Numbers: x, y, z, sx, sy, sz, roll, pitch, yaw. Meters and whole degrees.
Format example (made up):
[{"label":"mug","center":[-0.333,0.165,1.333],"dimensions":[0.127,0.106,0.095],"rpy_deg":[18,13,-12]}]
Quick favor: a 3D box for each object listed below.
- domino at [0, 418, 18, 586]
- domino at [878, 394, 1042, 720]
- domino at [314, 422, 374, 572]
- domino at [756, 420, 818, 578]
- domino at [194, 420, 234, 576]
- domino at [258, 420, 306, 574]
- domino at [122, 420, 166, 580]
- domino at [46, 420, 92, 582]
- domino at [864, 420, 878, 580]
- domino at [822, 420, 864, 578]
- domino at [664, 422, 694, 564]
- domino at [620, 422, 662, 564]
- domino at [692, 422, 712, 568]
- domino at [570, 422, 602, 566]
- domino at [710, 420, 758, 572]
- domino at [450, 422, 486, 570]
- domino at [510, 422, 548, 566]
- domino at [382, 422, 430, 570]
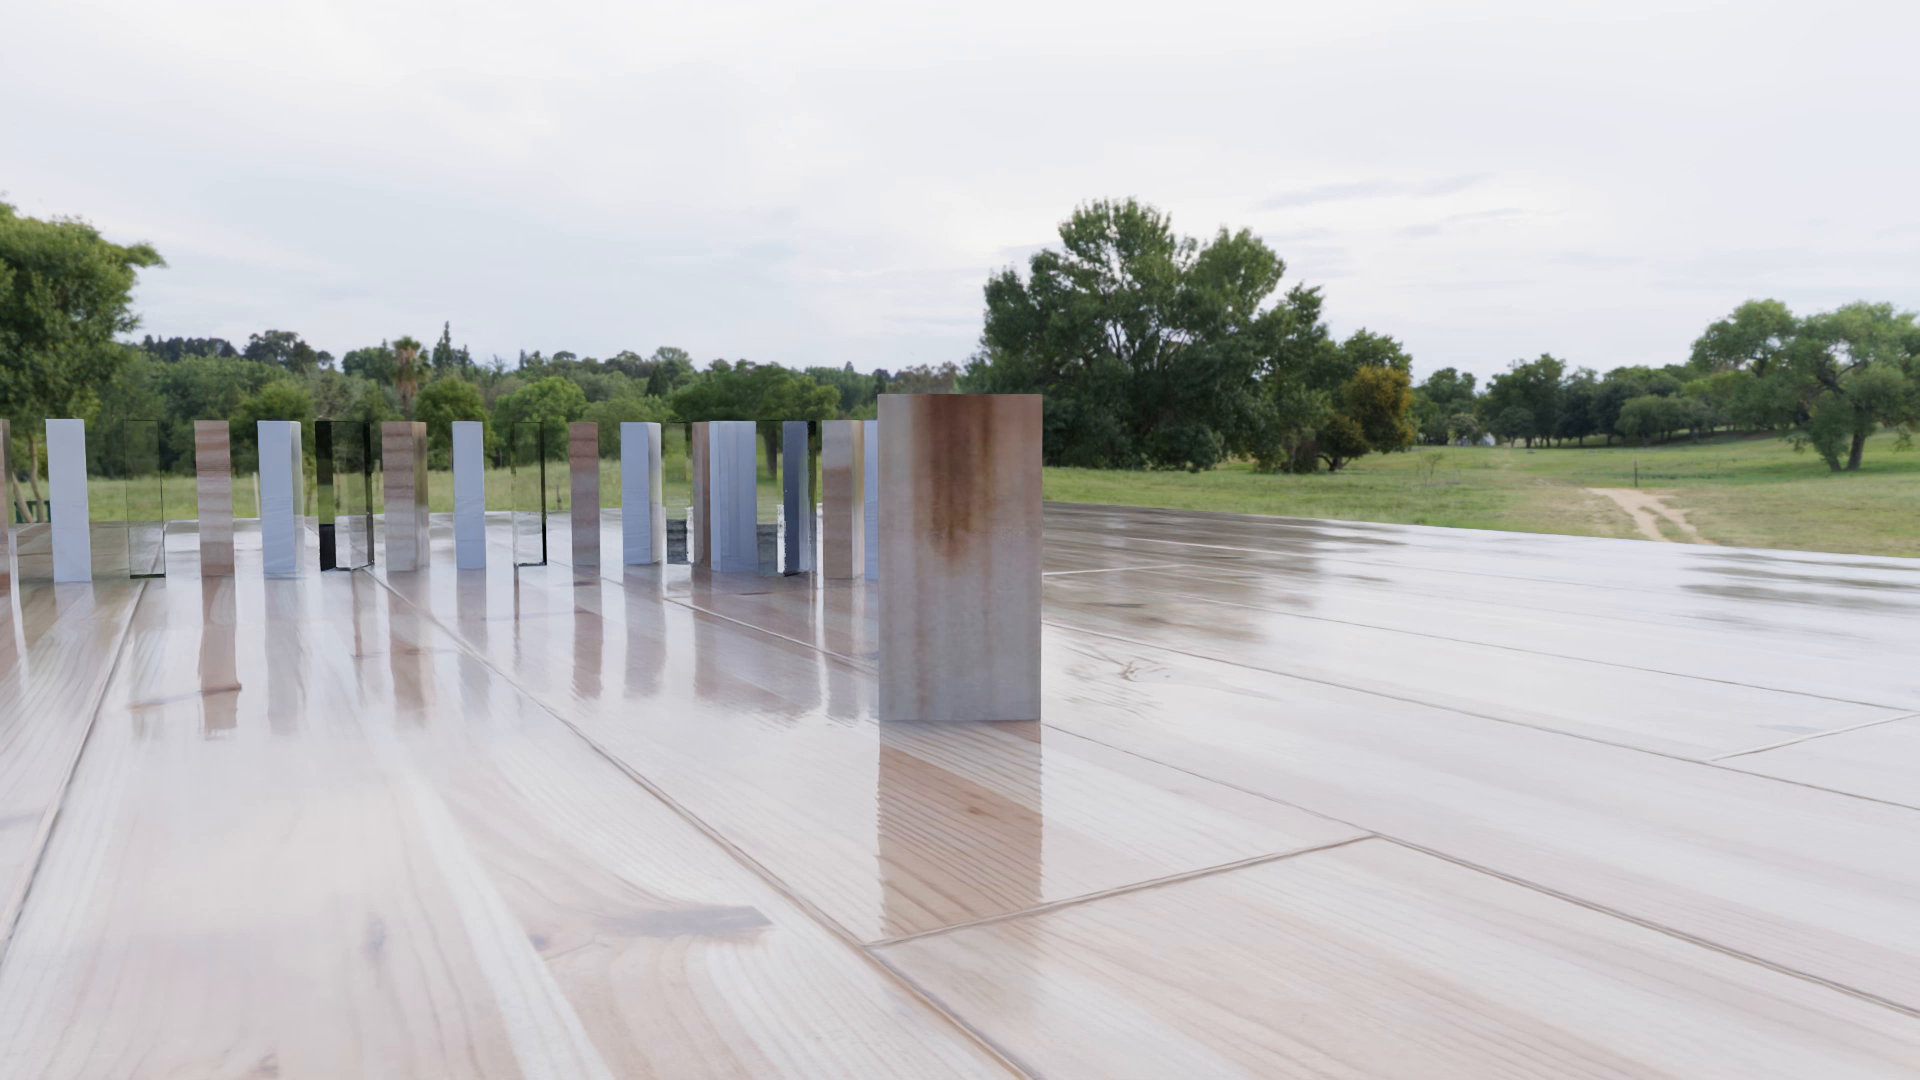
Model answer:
[{"label":"domino","center":[-0.297,-0.012,0.393],"dimensions":[0.009,0.050,0.025],"rpy_deg":[-3,5,-32]},{"label":"domino","center":[0.000,0.002,0.201],"dimensions":[0.025,0.050,0.010],"rpy_deg":[0,4,0]},{"label":"domino","center":[-0.210,-0.015,0.438],"dimensions":[0.010,0.050,0.025],"rpy_deg":[-1,4,-7]},{"label":"domino","center":[-0.057,-0.014,0.421],"dimensions":[0.010,0.050,0.025],"rpy_deg":[1,5,18]},{"label":"domino","center":[-0.247,-0.014,0.425],"dimensions":[0.010,0.050,0.025],"rpy_deg":[-2,5,-30]},{"label":"domino","center":[-0.229,-0.015,0.434],"dimensions":[0.010,0.050,0.025],"rpy_deg":[-2,5,-20]},{"label":"domino","center":[-0.264,-0.014,0.415],"dimensions":[0.009,0.050,0.025],"rpy_deg":[-3,5,-33]},{"label":"domino","center":[-0.281,-0.013,0.404],"dimensions":[0.010,0.050,0.025],"rpy_deg":[-3,5,-34]},{"label":"domino","center":[-0.019,-0.013,0.410],"dimensions":[0.009,0.050,0.025],"rpy_deg":[3,5,34]},{"label":"domino","center":[-0.037,-0.014,0.418],"dimensions":[0.010,0.050,0.025],"rpy_deg":[1,4,8]},{"label":"domino","center":[-0.096,-0.017,0.463],"dimensions":[0.010,0.050,0.025],"rpy_deg":[1,4,17]},{"label":"domino","center":[-0.115,-0.017,0.465],"dimensions":[0.009,0.050,0.025],"rpy_deg":[0,4,-3]},{"label":"domino","center":[-0.080,-0.016,0.451],"dimensions":[0.025,0.050,0.010],"rpy_deg":[-3,5,-32]},{"label":"domino","center":[-0.135,-0.017,0.462],"dimensions":[0.010,0.050,0.025],"rpy_deg":[-1,4,-14]},{"label":"domino","center":[-0.071,-0.015,0.434],"dimensions":[0.025,0.050,0.010],"rpy_deg":[-2,5,-30]},{"label":"domino","center":[-0.172,-0.016,0.448],"dimensions":[0.010,0.050,0.025],"rpy_deg":[-2,5,-23]},{"label":"domino","center":[-0.153,-0.017,0.455],"dimensions":[0.009,0.050,0.025],"rpy_deg":[-2,5,-23]},{"label":"domino","center":[-0.190,-0.016,0.441],"dimensions":[0.009,0.050,0.025],"rpy_deg":[-1,4,-12]}]
